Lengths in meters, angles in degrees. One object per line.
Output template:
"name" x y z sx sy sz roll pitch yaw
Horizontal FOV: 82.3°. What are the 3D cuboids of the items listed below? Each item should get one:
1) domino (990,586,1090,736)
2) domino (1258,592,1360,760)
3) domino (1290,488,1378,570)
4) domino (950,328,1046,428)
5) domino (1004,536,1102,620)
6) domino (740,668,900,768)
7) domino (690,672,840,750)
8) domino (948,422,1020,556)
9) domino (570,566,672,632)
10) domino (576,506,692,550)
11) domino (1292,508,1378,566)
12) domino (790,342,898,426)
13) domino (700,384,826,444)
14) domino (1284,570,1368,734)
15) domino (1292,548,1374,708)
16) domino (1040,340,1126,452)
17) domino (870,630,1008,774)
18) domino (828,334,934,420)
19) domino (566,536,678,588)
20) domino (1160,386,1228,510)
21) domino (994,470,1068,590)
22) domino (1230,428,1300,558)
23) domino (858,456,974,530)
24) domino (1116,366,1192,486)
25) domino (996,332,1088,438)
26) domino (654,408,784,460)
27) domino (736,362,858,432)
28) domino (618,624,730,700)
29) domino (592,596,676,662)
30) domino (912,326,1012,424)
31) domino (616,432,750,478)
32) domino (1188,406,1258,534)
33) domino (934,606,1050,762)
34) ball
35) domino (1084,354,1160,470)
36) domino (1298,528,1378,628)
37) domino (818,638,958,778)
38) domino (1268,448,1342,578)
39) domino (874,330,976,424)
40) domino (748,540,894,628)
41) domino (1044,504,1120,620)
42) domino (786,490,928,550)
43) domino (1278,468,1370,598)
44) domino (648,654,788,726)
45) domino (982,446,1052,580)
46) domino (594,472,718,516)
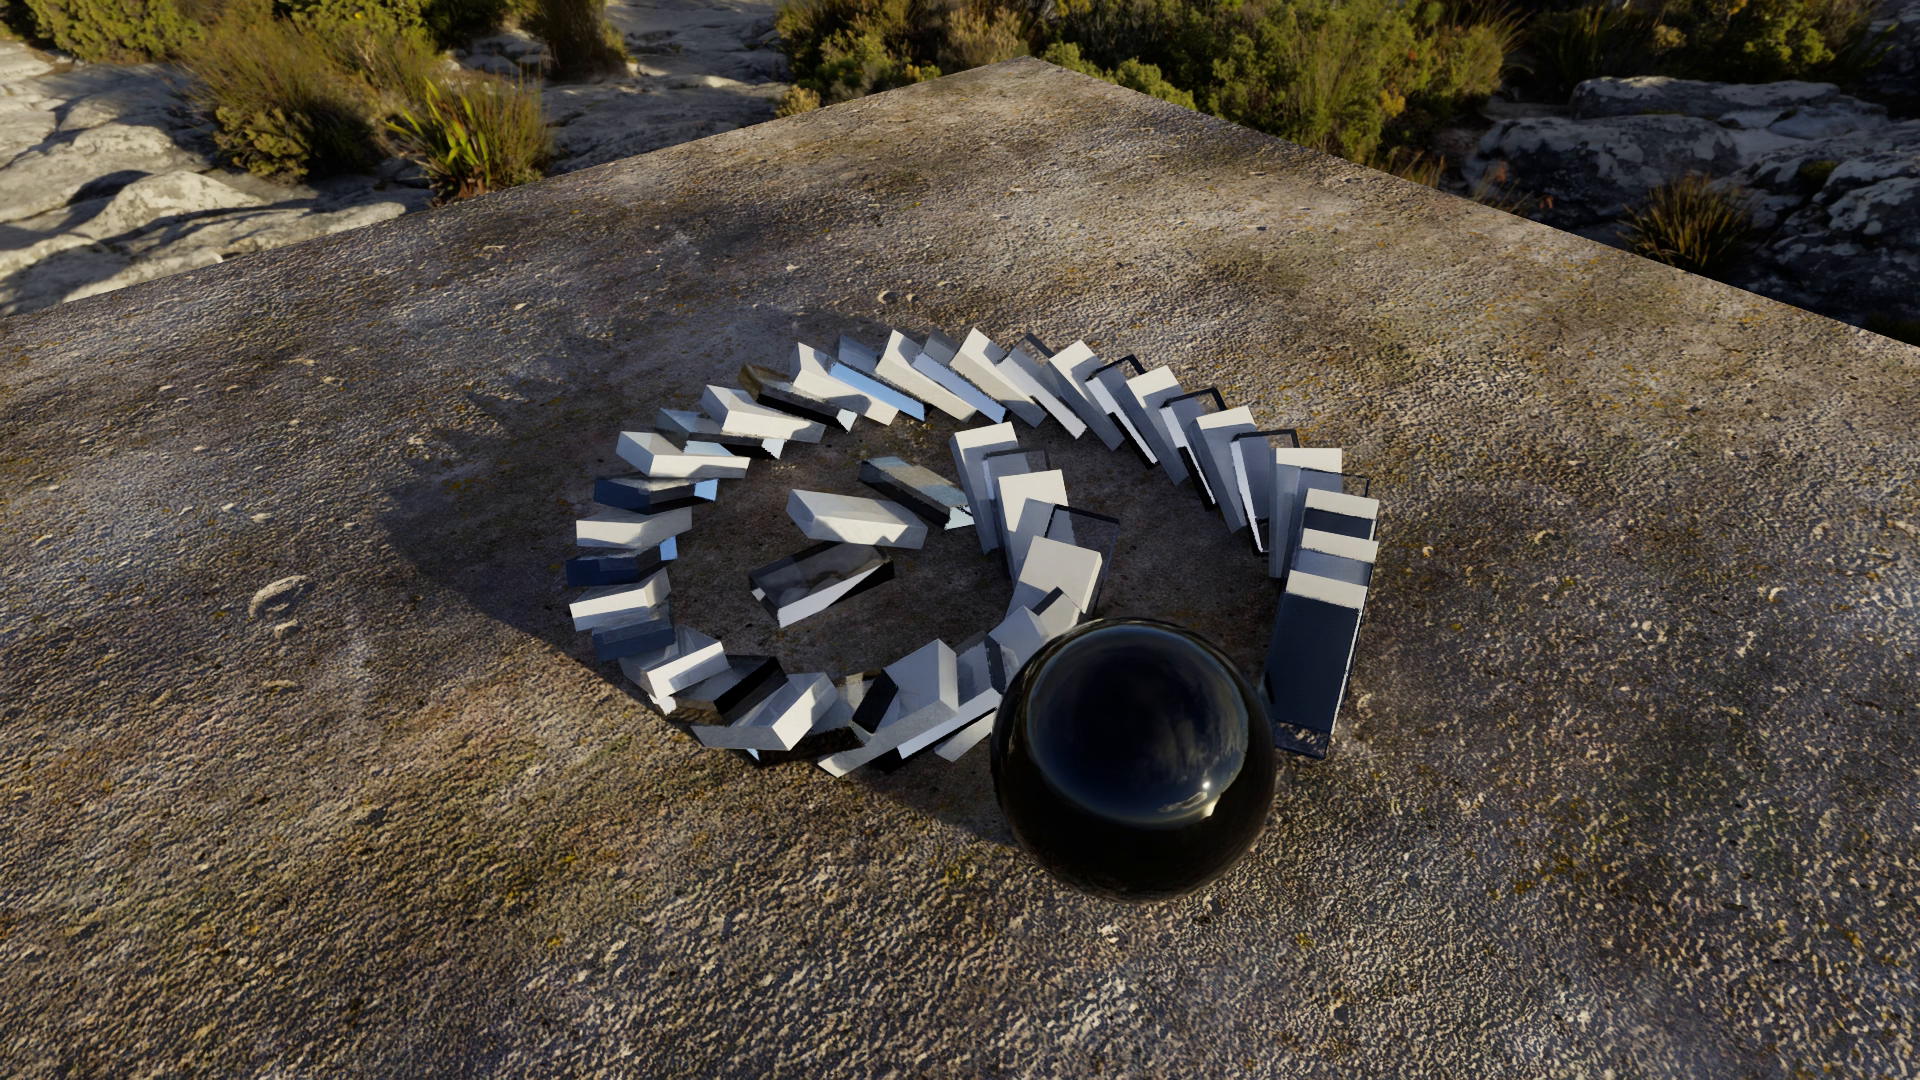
"domino" 0.024 0.042 0.373 0.050 0.010 0.025 -43 48 1
"domino" 0.112 0.044 0.362 0.025 0.050 0.009 13 2 16
"domino" 0.136 0.008 0.406 0.025 0.050 0.009 11 1 13
"domino" 0.021 -0.076 0.515 0.050 0.010 0.025 35 37 -8
"domino" 0.031 0.026 0.393 0.025 0.009 0.050 15 73 18
"domino" -0.045 0.057 0.352 0.050 0.009 0.025 -18 27 36
"domino" -0.063 0.055 0.354 0.050 0.009 0.025 -10 28 47
"domino" 0.015 -0.021 0.447 0.025 0.009 0.050 -13 78 -18
"domino" -0.121 0.021 0.397 0.025 0.010 0.050 -12 8 -5
"domino" -0.127 -0.006 0.431 0.025 0.010 0.050 3 10 8
"domino" 0.133 0.015 0.397 0.025 0.050 0.010 11 1 13
"domino" -0.054 -0.073 0.513 0.050 0.009 0.025 20 32 -26
"domino" -0.088 -0.056 0.495 0.050 0.009 0.025 4 29 -41
"domino" 0.118 0.037 0.370 0.025 0.050 0.009 13 2 15
"domino" 0.124 0.030 0.379 0.025 0.050 0.010 11 1 14
"domino" 0.063 -0.067 0.506 0.050 0.010 0.025 48 52 7
"domino" -0.008 0.053 0.356 0.050 0.010 0.025 -34 36 20
"domino" -0.036 -0.076 0.516 0.050 0.010 0.025 24 32 -20
"domino" -0.126 0.008 0.414 0.025 0.009 0.050 -4 9 2
"domino" 0.108 -0.040 0.472 0.025 0.009 0.050 -16 73 -18
"domino" 0.030 -0.001 0.422 0.025 0.009 0.050 -7 76 -9
"domino" 0.128 -0.019 0.446 0.025 0.010 0.050 -5 74 -7
"domino" -0.016 -0.021 0.461 0.050 0.009 0.025 30 25 31
"domino" 0.093 -0.051 0.485 0.025 0.010 0.050 -24 77 -28
"domino" 0.043 -0.072 0.512 0.050 0.010 0.025 42 47 0
"domino" -0.105 -0.046 0.482 0.050 0.009 0.025 0 27 -48
"domino" -0.074 -0.065 0.502 0.050 0.009 0.025 14 23 -39
"domino" -0.099 0.041 0.375 0.025 0.010 0.050 -23 14 -26
"domino" -0.114 0.030 0.386 0.025 0.010 0.050 -13 9 -13
"domino" 0.003 -0.077 0.517 0.050 0.009 0.025 33 37 -12
"domino" -0.118 -0.036 0.470 0.025 0.009 0.050 32 21 33
"domino" 0.117 -0.030 0.459 0.025 0.009 0.050 -14 74 -17
"domino" 0.009 0.047 0.362 0.050 0.009 0.025 -41 44 13
"ball" 0.049 0.061 0.313 0.080 0.080 0.080 0 39 0
"domino" 0.081 -0.058 0.496 0.025 0.009 0.050 -26 76 -29
"domino" 0.129 0.023 0.388 0.025 0.050 0.009 12 2 14
"domino" -0.023 0.054 0.354 0.050 0.010 0.025 -31 36 23
"domino" 0.134 -0.010 0.428 0.025 0.050 0.010 1 0 1
"domino" -0.014 -0.077 0.518 0.050 0.010 0.025 29 38 -14
"domino" -0.054 0.014 0.427 0.050 0.010 0.025 -24 45 -26
"domino" 0.040 0.014 0.406 0.025 0.010 0.050 15 73 13
"domino" -0.041 -0.008 0.435 0.050 0.010 0.025 6 22 -34
"domino" 0.138 0.000 0.417 0.025 0.050 0.010 9 0 11
"domino" -0.080 0.049 0.363 0.025 0.009 0.050 -37 18 -34
"domino" 0.026 -0.011 0.435 0.025 0.009 0.050 -8 76 -11
"domino" -0.124 -0.021 0.451 0.025 0.009 0.050 14 13 16
